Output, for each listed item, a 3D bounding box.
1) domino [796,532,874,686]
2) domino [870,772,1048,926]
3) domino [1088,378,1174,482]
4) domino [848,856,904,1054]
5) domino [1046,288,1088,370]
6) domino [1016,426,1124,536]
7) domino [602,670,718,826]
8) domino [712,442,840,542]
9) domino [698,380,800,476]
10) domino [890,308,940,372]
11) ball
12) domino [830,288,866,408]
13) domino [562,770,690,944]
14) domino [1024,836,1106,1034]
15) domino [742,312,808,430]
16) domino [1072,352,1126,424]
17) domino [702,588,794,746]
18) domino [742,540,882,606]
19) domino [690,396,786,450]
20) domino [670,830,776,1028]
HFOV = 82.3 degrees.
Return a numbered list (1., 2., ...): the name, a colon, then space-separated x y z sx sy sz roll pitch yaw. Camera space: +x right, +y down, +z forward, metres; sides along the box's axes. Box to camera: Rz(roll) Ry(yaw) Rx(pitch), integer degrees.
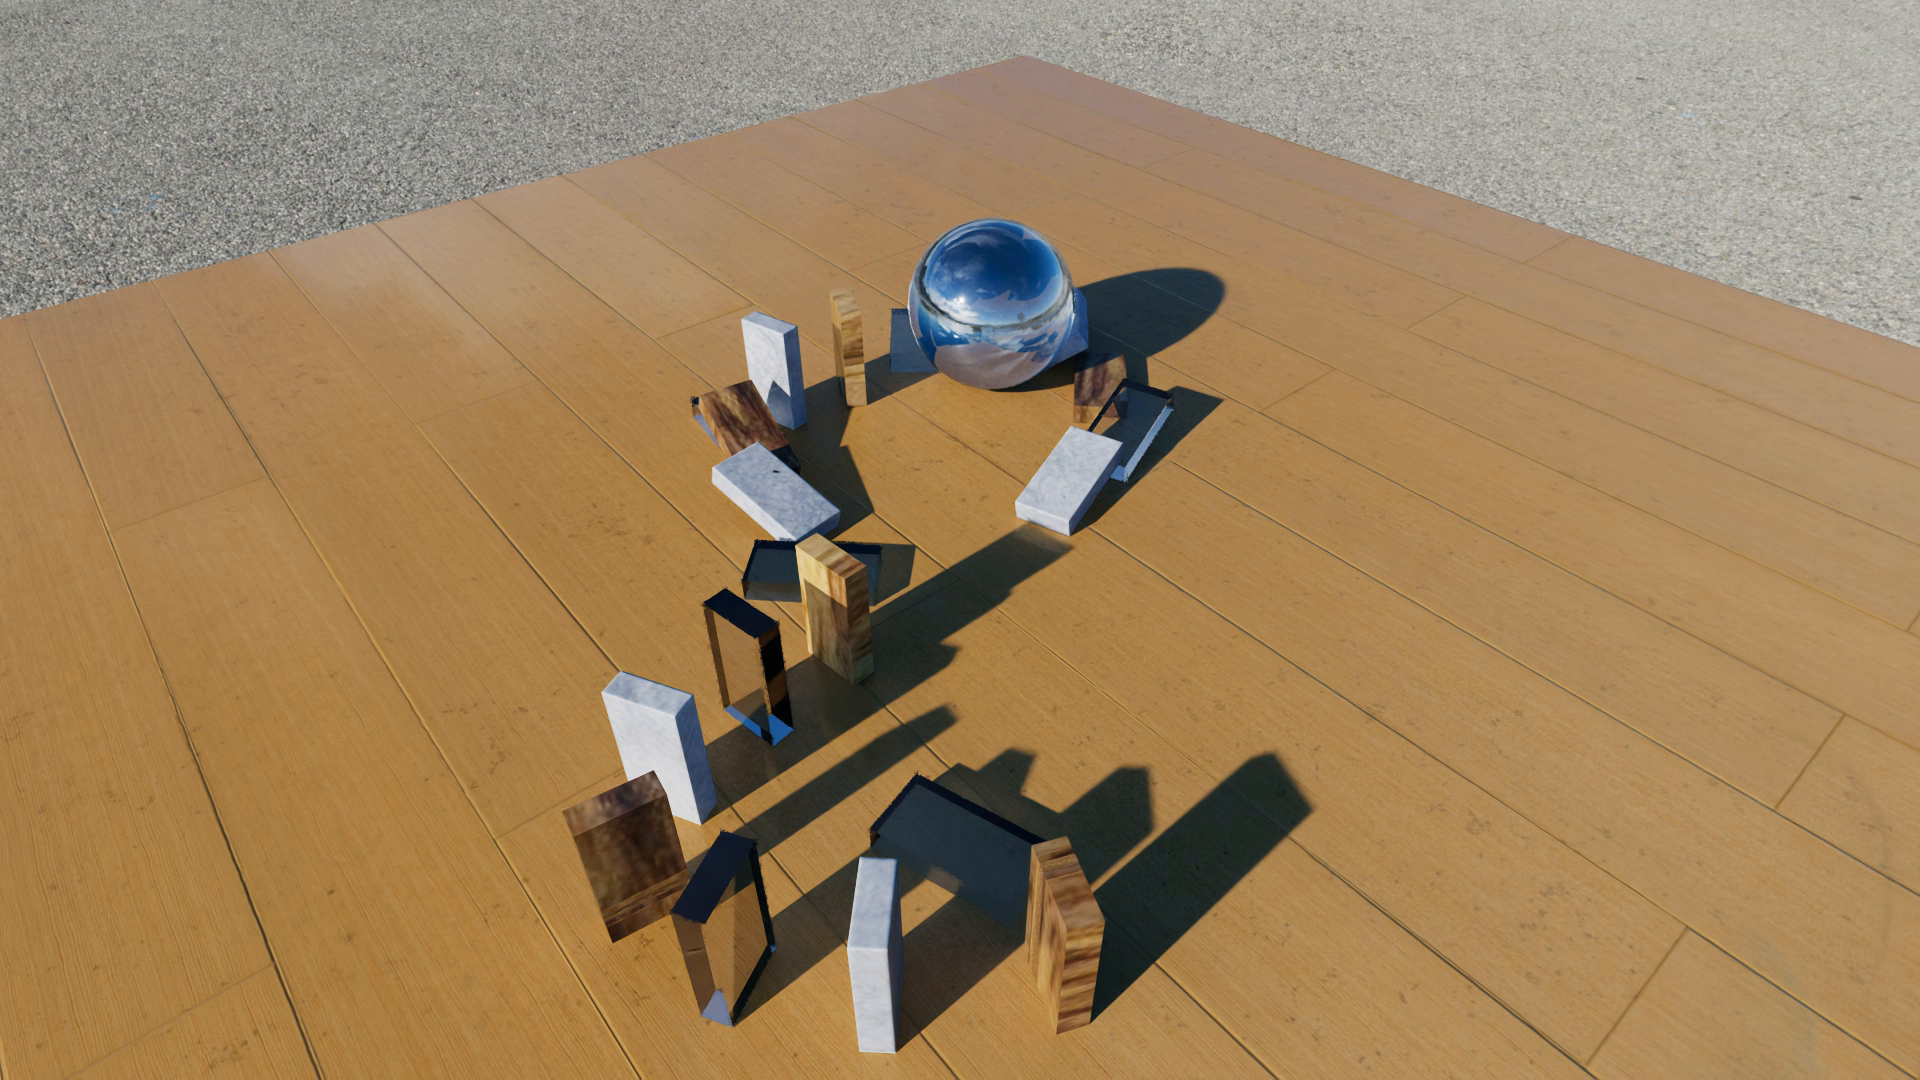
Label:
1. domino: -0.043 0.024 0.382 0.025 0.050 0.009 31 49 32
2. domino: 0.001 0.092 0.331 0.050 0.009 0.025 22 44 25
3. domino: 0.074 -0.050 0.495 0.025 0.009 0.050 22 58 24
4. domino: -0.021 0.107 0.281 0.010 0.050 0.025 2 39 2
5. domino: 0.053 -0.110 0.568 0.025 0.010 0.050 -25 33 23
6. domino: 0.047 -0.026 0.467 0.025 0.010 0.050 21 56 24
7. domino: -0.090 0.064 0.334 0.025 0.050 0.009 15 42 17
8. domino: -0.076 -0.018 0.455 0.050 0.010 0.025 39 52 18
9. domino: -0.093 -0.046 0.484 0.025 0.009 0.050 -22 68 -25
10. domino: -0.023 -0.104 0.571 0.025 0.010 0.050 -1 39 -1
11. ball: 0.015 -0.112 0.525 0.080 0.080 0.080 0 39 0
12. domino: -0.053 -0.091 0.522 0.010 0.050 0.025 -11 41 -13
13. domino: -0.090 0.088 0.304 0.025 0.050 0.010 -22 44 -25
14. domino: 0.026 0.103 0.286 0.009 0.050 0.025 -11 41 -13
15. domino: -0.085 -0.078 0.506 0.025 0.050 0.009 24 45 26
16. domino: 0.068 -0.074 0.534 0.025 0.010 0.050 3 39 4
17. domino: -0.069 0.042 0.360 0.025 0.050 0.010 28 47 30
18. domino: -0.057 0.013 0.428 0.050 0.010 0.025 3 39 3
19. domino: -0.103 -0.053 0.508 0.025 0.009 0.050 -22 44 -25
20. domino: -0.061 0.102 0.287 0.010 0.050 0.025 13 41 15
